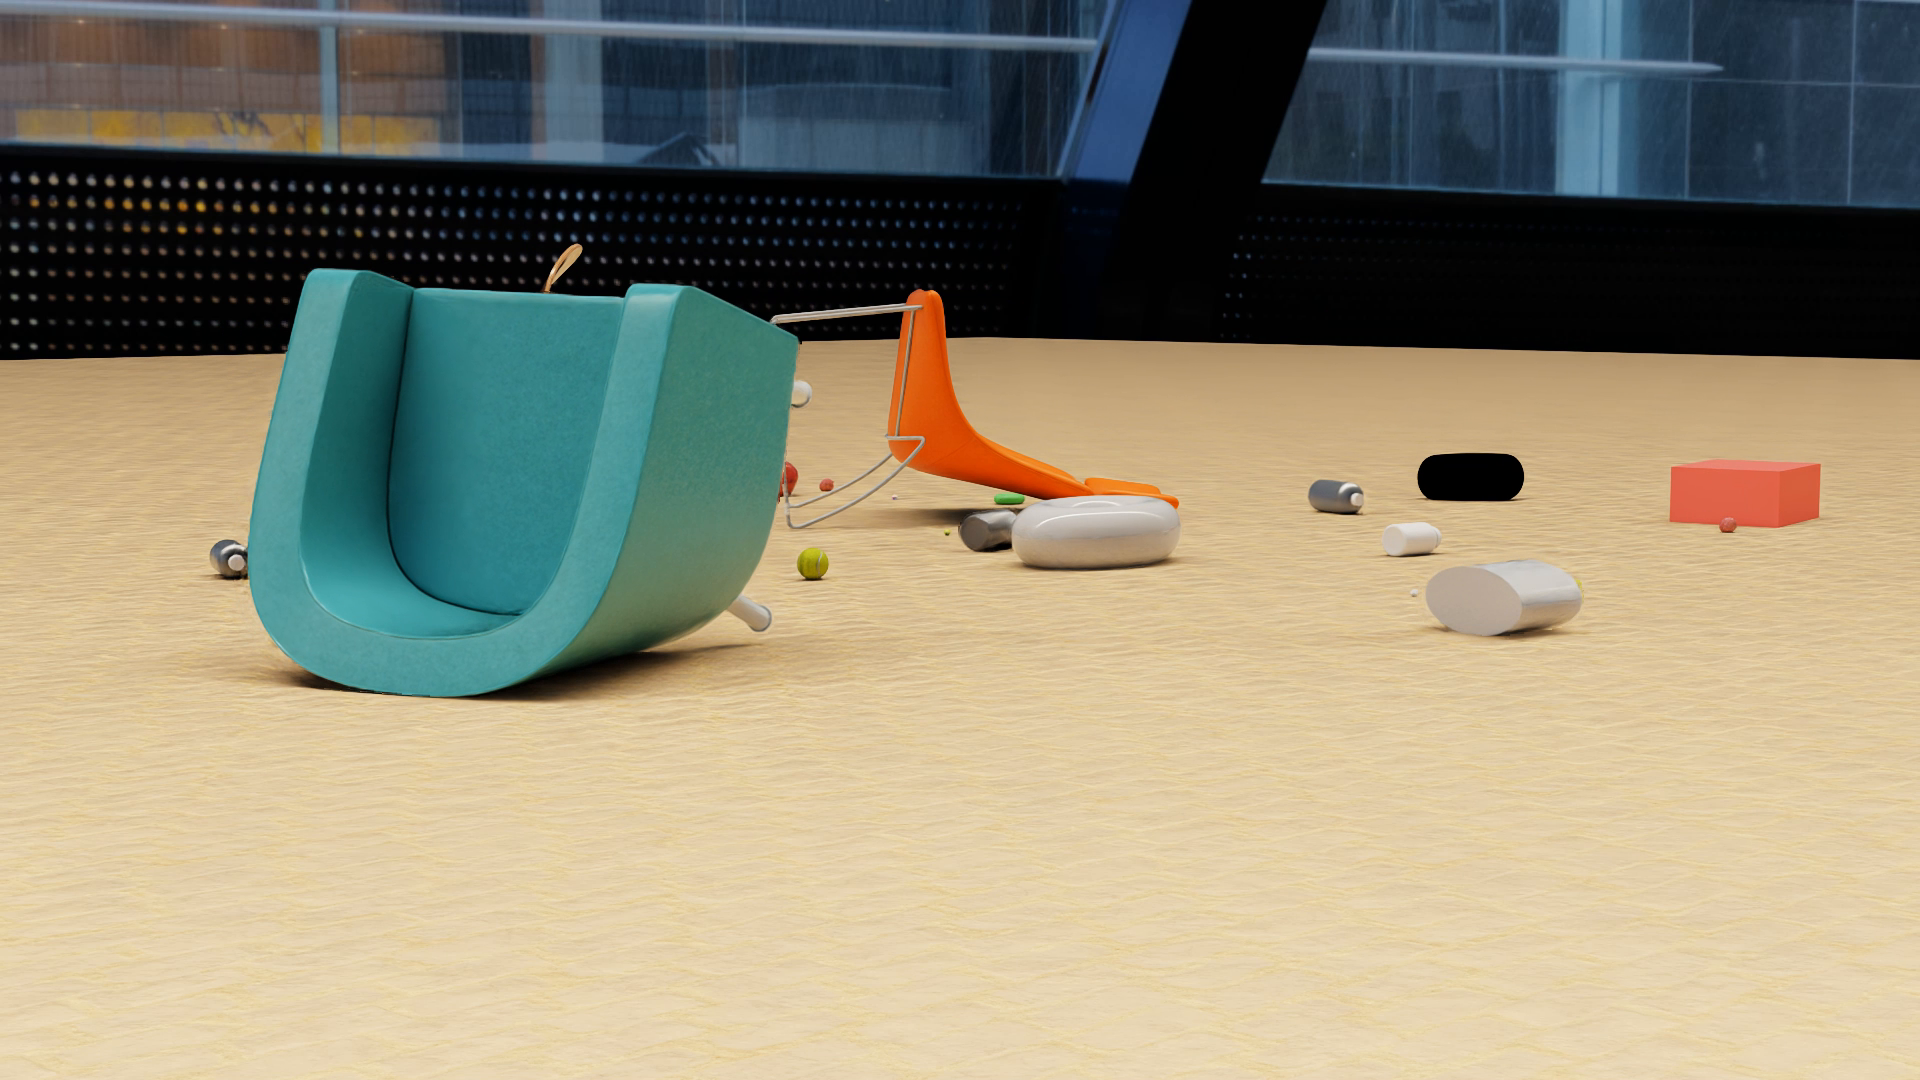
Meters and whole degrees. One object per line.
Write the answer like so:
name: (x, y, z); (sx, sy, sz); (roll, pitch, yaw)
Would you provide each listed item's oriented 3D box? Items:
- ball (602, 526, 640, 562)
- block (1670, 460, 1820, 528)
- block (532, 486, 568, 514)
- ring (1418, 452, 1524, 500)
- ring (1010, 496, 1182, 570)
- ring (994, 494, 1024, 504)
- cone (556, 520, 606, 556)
ball: (-0.781, 0.008, 5.917); (0.085, 0.085, 0.085); (0, 6, 0)
block: (2.126, -0.129, 6.940); (0.291, 0.148, 0.355); (4, 7, 35)
block: (-1.145, -0.112, 7.150); (0.084, 0.072, 0.050); (2, 6, 18)
ring: (1.506, -0.185, 7.565); (0.310, 0.134, 0.139); (-1, 8, 9)
ring: (0.315, -0.018, 5.891); (0.447, 0.144, 0.296); (-6, 10, -36)
ring: (0.143, -0.120, 7.436); (0.086, 0.029, 0.104); (2, 6, 31)
cone: (-0.894, -0.008, 6.118); (0.139, 0.076, 0.112); (-2, 6, -20)
